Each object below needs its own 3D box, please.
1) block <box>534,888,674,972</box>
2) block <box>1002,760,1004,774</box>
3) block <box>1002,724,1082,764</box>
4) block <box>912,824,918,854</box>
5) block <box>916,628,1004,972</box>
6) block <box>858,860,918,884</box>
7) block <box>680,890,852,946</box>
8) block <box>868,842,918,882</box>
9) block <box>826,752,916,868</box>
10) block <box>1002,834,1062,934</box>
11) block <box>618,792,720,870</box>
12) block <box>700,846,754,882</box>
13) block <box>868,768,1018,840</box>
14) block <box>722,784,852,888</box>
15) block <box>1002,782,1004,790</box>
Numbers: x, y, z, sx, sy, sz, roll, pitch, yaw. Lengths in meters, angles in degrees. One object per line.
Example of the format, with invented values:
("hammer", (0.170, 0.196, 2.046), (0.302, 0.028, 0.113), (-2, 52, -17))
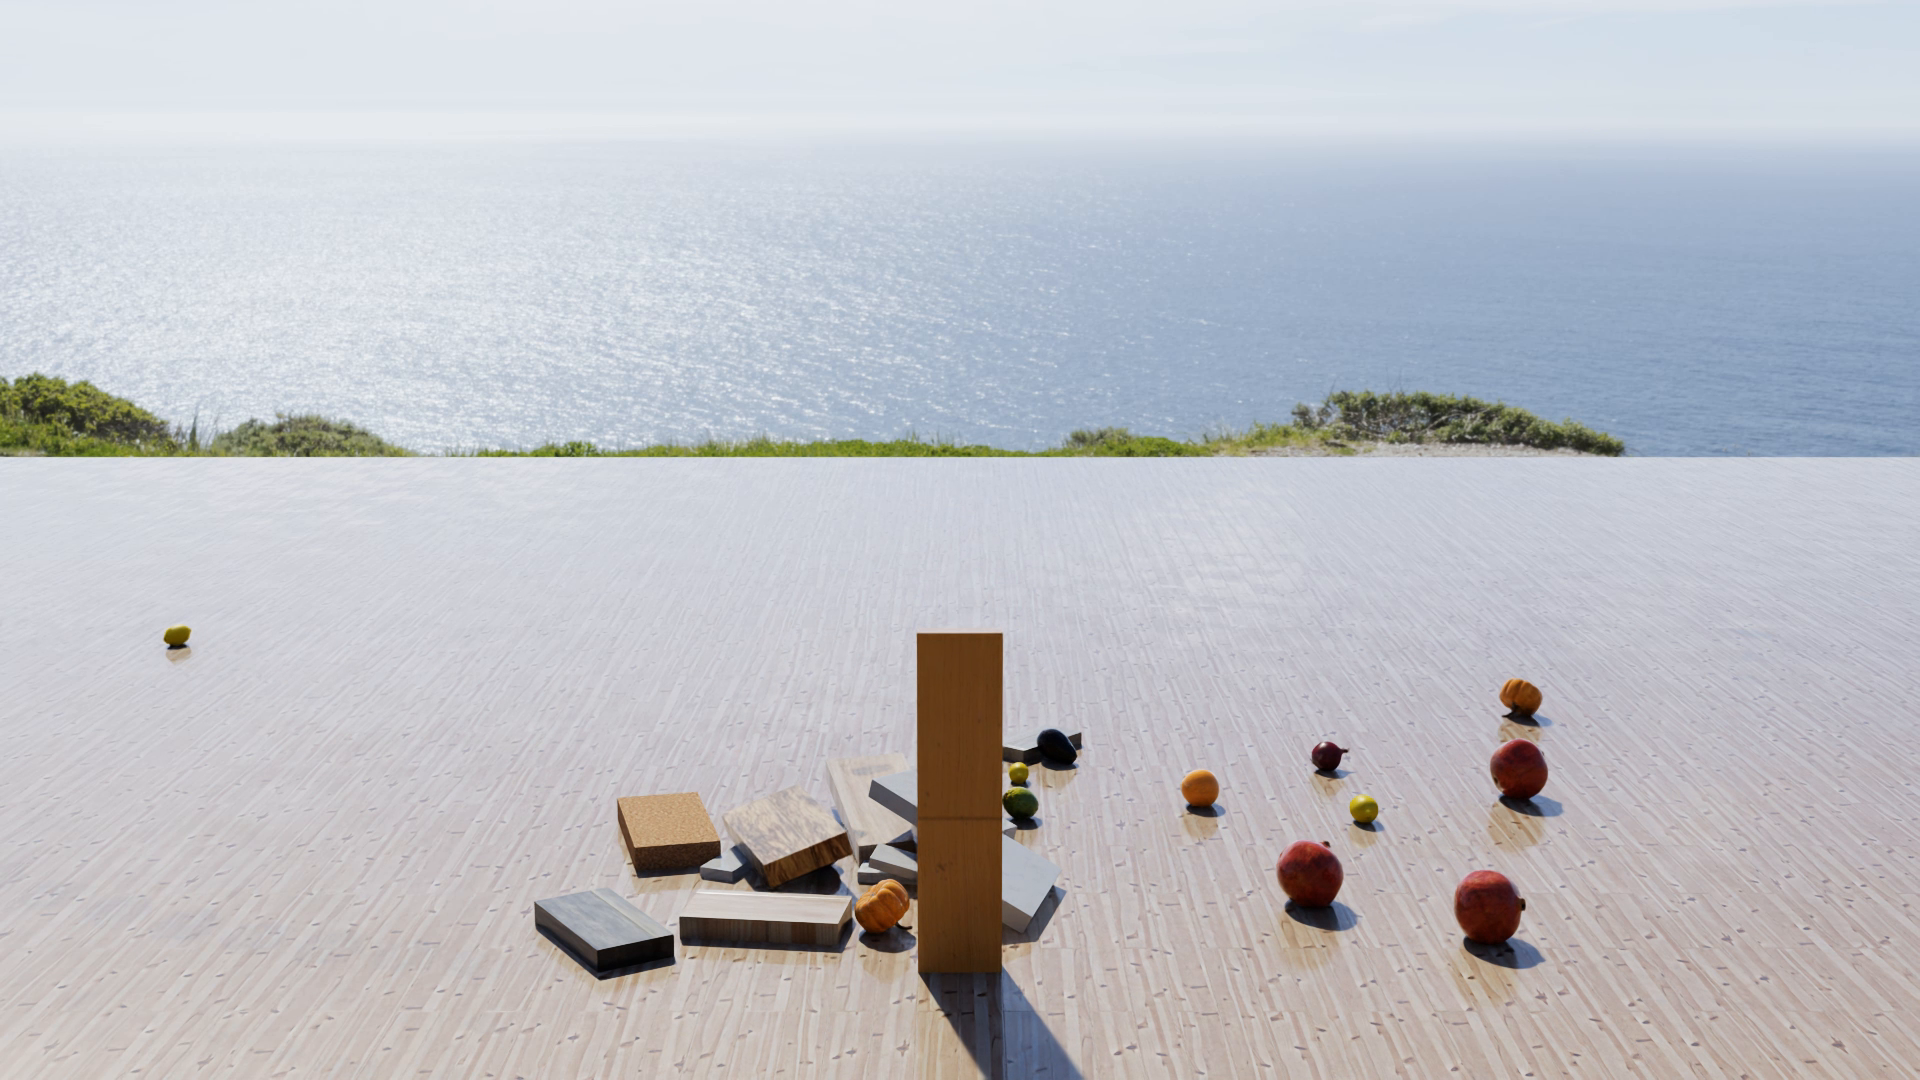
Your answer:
("block", (-0.562, 0.611, 3.459), (0.127, 0.036, 0.254), (-7, 12, -32))
("block", (0.024, 0.433, 3.941), (0.080, 0.023, 0.160), (4, 19, 11))
("block", (0.155, 0.418, 4.521), (0.094, 0.027, 0.188), (9, 14, 41))
("block", (-0.009, 0.534, 3.714), (0.120, 0.034, 0.239), (9, 18, -11))
("block", (0.000, 0.392, 3.293), (0.127, 0.527, 0.036), (0, 11, 0))
("block", (-0.108, 0.567, 3.746), (0.125, 0.018, 0.063), (1, 11, 8))
("block", (-0.308, 0.601, 3.510), (0.254, 0.036, 0.127), (1, 11, 7))
("block", (-0.086, 0.548, 3.705), (0.125, 0.018, 0.063), (15, 18, 8))
("block", (-0.141, 0.485, 3.984), (0.148, 0.042, 0.387), (-4, 18, -11))
("block", (0.085, 0.560, 3.599), (0.120, 0.034, 0.239), (30, 16, 7))
("block", (-0.524, 0.519, 3.937), (0.149, 0.042, 0.297), (-3, 11, -14))
("block", (-0.390, 0.558, 3.795), (0.063, 0.018, 0.125), (4, 11, 23))
("block", (-0.031, 0.468, 3.790), (0.239, 0.034, 0.120), (27, 23, 37))
("block", (-0.301, 0.507, 3.792), (0.149, 0.042, 0.297), (-21, 16, -16))
("block", (0.029, 0.491, 4.013), (0.094, 0.027, 0.188), (0, 24, 2))
